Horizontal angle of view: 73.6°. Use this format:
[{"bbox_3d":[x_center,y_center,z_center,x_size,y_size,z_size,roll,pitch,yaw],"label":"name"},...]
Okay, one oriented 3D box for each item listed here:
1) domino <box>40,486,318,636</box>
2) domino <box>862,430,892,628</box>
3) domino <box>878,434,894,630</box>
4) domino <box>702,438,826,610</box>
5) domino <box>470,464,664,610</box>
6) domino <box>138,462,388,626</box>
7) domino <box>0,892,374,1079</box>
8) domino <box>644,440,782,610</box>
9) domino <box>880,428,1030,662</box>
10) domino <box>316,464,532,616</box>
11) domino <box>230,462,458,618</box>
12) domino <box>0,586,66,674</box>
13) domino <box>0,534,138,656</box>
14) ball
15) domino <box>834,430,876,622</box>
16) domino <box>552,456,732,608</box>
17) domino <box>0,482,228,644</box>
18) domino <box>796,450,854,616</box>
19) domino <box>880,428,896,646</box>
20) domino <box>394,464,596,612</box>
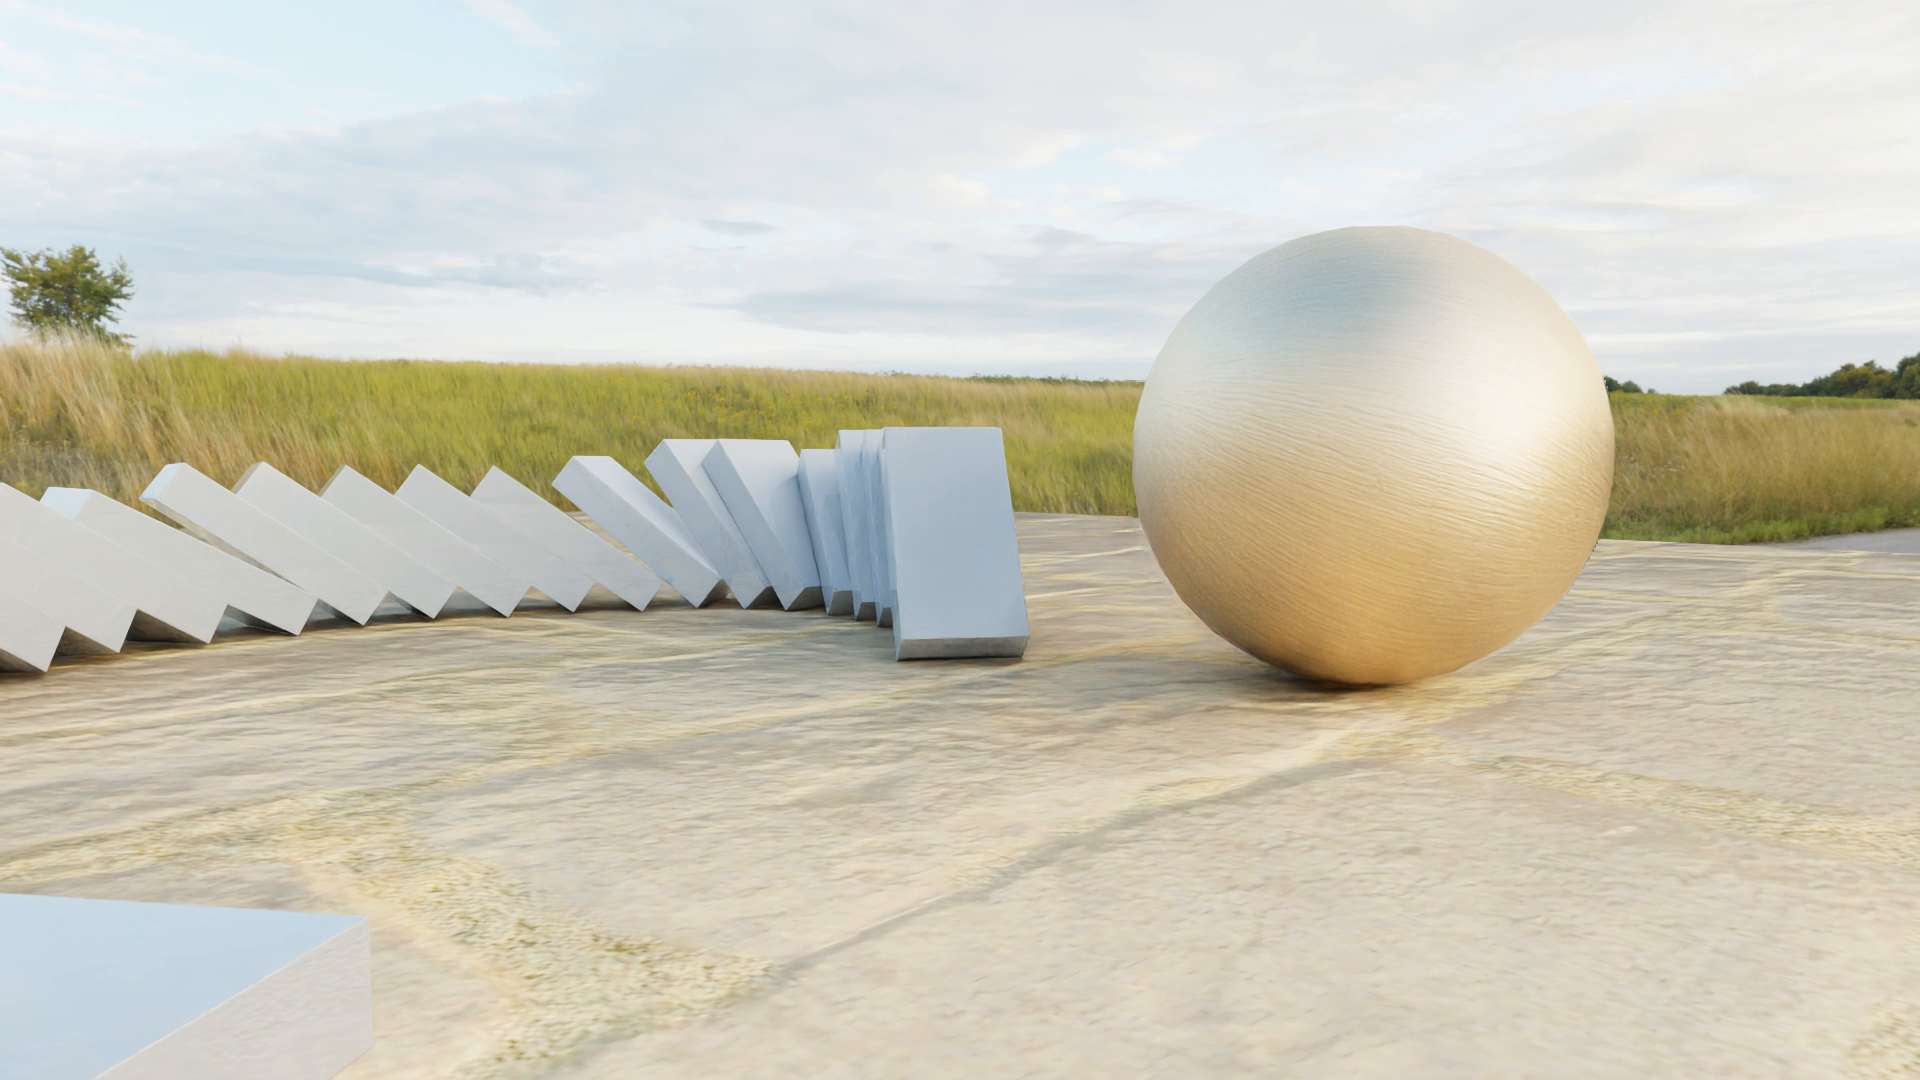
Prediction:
[{"bbox_3d":[-0.168,0.005,0.276,0.025,0.009,0.050,3,-25,38],"label":"domino"},{"bbox_3d":[-0.009,-0.004,0.309,0.025,0.050,0.010,-1,-32,-11],"label":"domino"},{"bbox_3d":[-0.004,-0.003,0.297,0.025,0.050,0.009,-1,-32,-10],"label":"domino"},{"bbox_3d":[-0.046,-0.005,0.341,0.025,0.050,0.009,-4,-37,-50],"label":"domino"},{"bbox_3d":[-0.101,-0.001,0.330,0.050,0.009,0.025,37,-8,-18],"label":"domino"},{"bbox_3d":[-0.159,0.001,0.293,0.025,0.010,0.050,2,-33,51],"label":"domino"},{"bbox_3d":[-0.068,0.032,0.082,0.050,0.009,0.025,1,4,9],"label":"domino"},{"bbox_3d":[-0.061,-0.005,0.345,0.009,0.050,0.025,-44,-17,24],"label":"domino"},{"bbox_3d":[-0.002,0.000,0.262,0.025,0.050,0.010,-1,-32,-9],"label":"domino"},{"bbox_3d":[-0.132,0.000,0.315,0.050,0.010,0.025,39,-15,-25],"label":"domino"},{"bbox_3d":[-0.146,0.000,0.304,0.050,0.009,0.025,40,-20,-28],"label":"domino"},{"bbox_3d":[-0.182,0.008,0.216,0.025,0.009,0.050,-2,-29,8],"label":"domino"},{"bbox_3d":[-0.181,0.007,0.233,0.025,0.009,0.050,-4,-30,15],"label":"domino"},{"bbox_3d":[0.071,-0.014,0.226,0.080,0.080,0.080,0,4,0],"label":"ball"},{"bbox_3d":[-0.016,-0.004,0.320,0.025,0.050,0.009,-1,-32,-15],"label":"domino"},{"bbox_3d":[-0.082,-0.003,0.343,0.050,0.009,0.025,40,7,3],"label":"domino"},{"bbox_3d":[-0.176,0.006,0.254,0.025,0.010,0.050,-1,-28,23],"label":"domino"},{"bbox_3d":[-0.026,-0.003,0.334,0.025,0.009,0.050,-1,48,-19],"label":"domino"},{"bbox_3d":[-0.003,-0.001,0.274,0.025,0.050,0.009,-1,-32,-10],"label":"domino"},{"bbox_3d":[-0.117,-0.001,0.324,0.050,0.009,0.025,37,-11,-19],"label":"domino"}]
